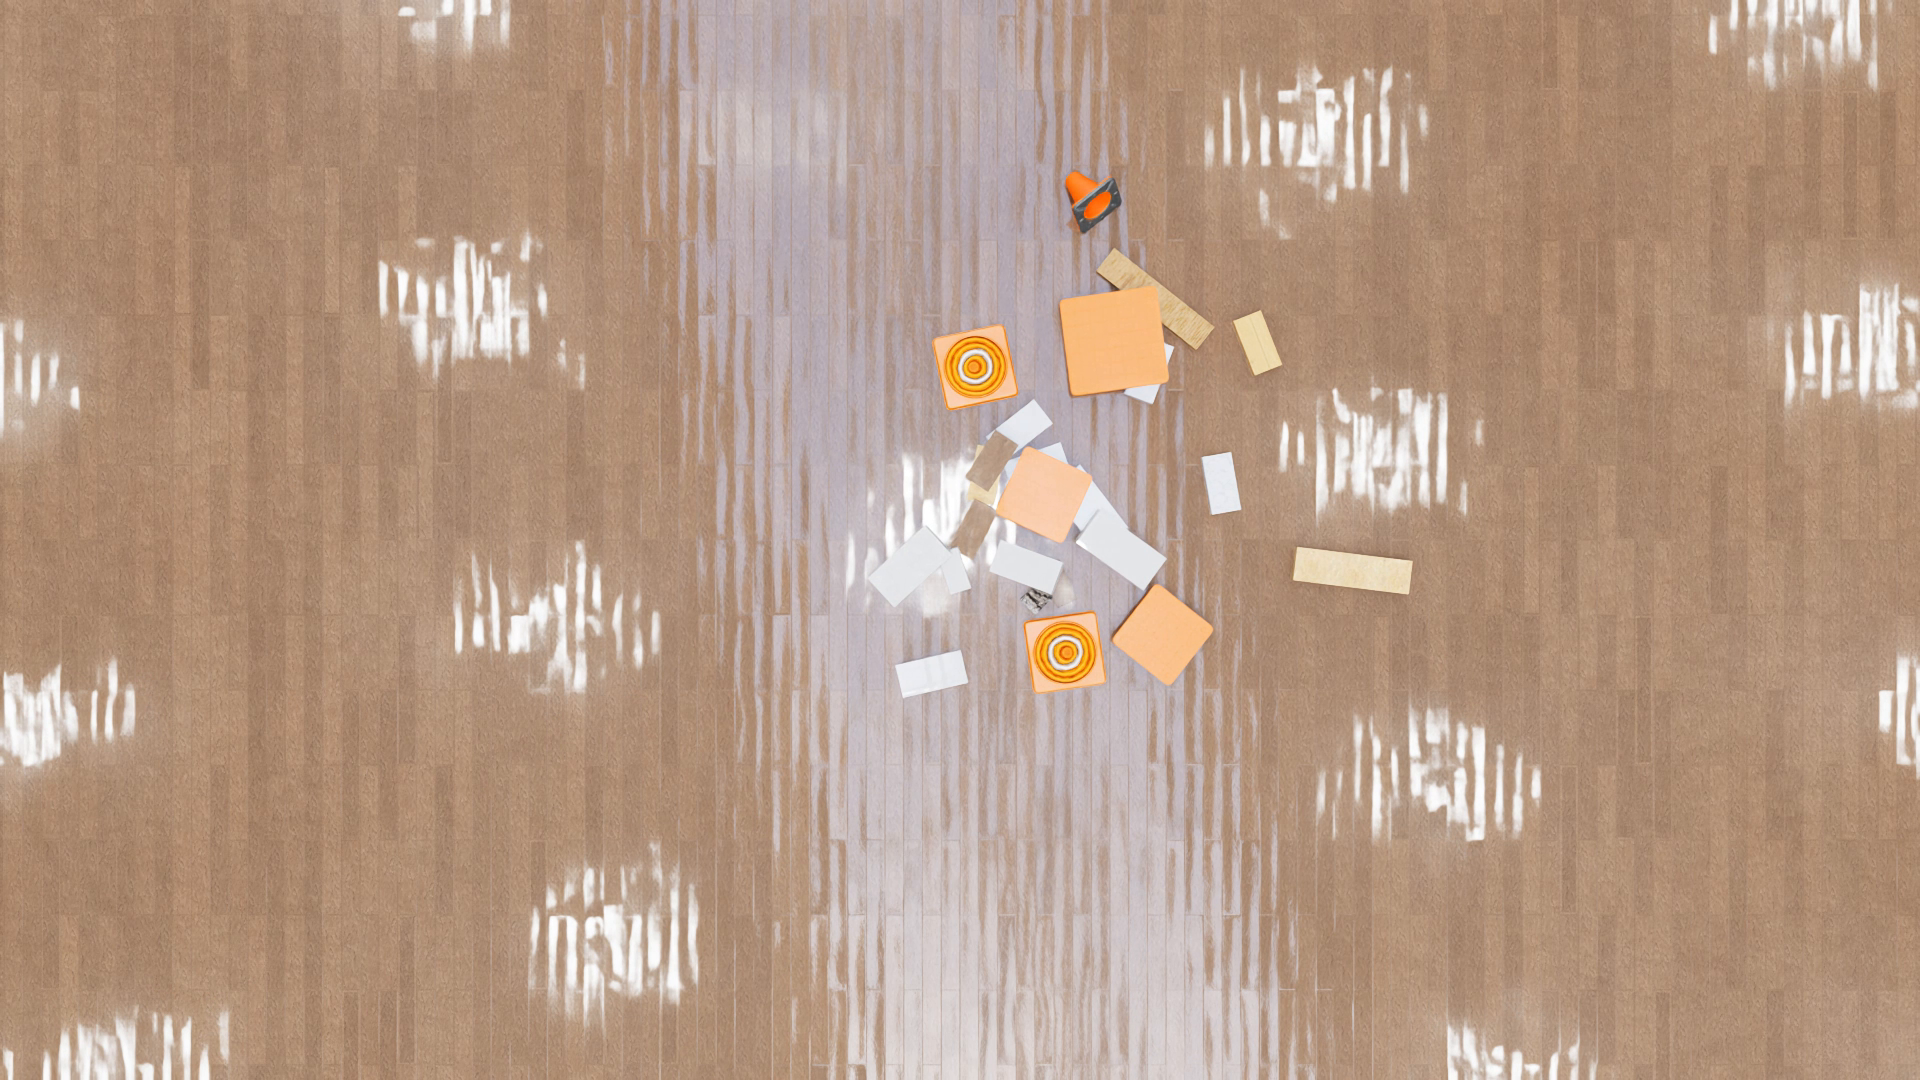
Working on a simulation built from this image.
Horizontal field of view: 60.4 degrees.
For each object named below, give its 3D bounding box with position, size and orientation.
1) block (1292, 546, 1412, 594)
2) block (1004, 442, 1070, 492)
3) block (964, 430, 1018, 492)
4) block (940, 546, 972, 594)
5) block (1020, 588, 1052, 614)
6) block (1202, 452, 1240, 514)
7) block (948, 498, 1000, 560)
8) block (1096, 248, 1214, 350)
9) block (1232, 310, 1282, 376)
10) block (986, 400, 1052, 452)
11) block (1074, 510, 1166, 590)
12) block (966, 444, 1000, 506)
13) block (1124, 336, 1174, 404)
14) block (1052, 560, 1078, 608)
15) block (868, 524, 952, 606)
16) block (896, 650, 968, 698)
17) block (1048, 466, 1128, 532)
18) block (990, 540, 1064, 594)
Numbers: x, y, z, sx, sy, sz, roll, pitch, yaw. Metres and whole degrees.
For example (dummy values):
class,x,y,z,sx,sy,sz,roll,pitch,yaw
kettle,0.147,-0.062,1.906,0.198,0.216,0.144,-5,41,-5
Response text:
class,x,y,z,sx,sy,sz,roll,pitch,yaw
block,1.303,0.102,5.484,0.385,0.031,0.111,7,90,0
block,0.255,-0.243,5.486,0.202,0.029,0.101,-19,90,0
block,0.105,-0.261,5.436,0.093,0.026,0.185,33,99,-1
block,-0.018,0.101,5.475,0.072,0.020,0.143,-17,98,9
block,0.277,0.174,5.490,0.143,0.020,0.072,-44,90,0
block,0.868,-0.188,5.486,0.097,0.027,0.194,-10,90,0
block,0.045,-0.036,5.473,0.093,0.026,0.185,28,99,0
block,0.648,-0.800,5.486,0.424,0.027,0.097,38,90,0
block,0.988,-0.654,5.486,0.097,0.027,0.194,-22,90,0
block,0.197,-0.365,5.486,0.202,0.029,0.101,-38,90,0
block,0.531,0.032,5.452,0.280,0.037,0.131,35,93,-11
block,0.087,-0.216,5.470,0.093,0.026,0.185,12,99,3
block,0.628,-0.564,5.486,0.101,0.029,0.202,21,90,0
block,0.327,0.145,5.461,0.072,0.020,0.143,-25,80,3
block,-0.164,0.086,5.459,0.262,0.037,0.131,-43,90,10
block,-0.093,0.444,5.484,0.221,0.031,0.111,-13,90,0
block,0.425,-0.106,5.481,0.131,0.037,0.262,-37,90,0
block,0.221,0.090,5.459,0.221,0.031,0.111,20,90,14
